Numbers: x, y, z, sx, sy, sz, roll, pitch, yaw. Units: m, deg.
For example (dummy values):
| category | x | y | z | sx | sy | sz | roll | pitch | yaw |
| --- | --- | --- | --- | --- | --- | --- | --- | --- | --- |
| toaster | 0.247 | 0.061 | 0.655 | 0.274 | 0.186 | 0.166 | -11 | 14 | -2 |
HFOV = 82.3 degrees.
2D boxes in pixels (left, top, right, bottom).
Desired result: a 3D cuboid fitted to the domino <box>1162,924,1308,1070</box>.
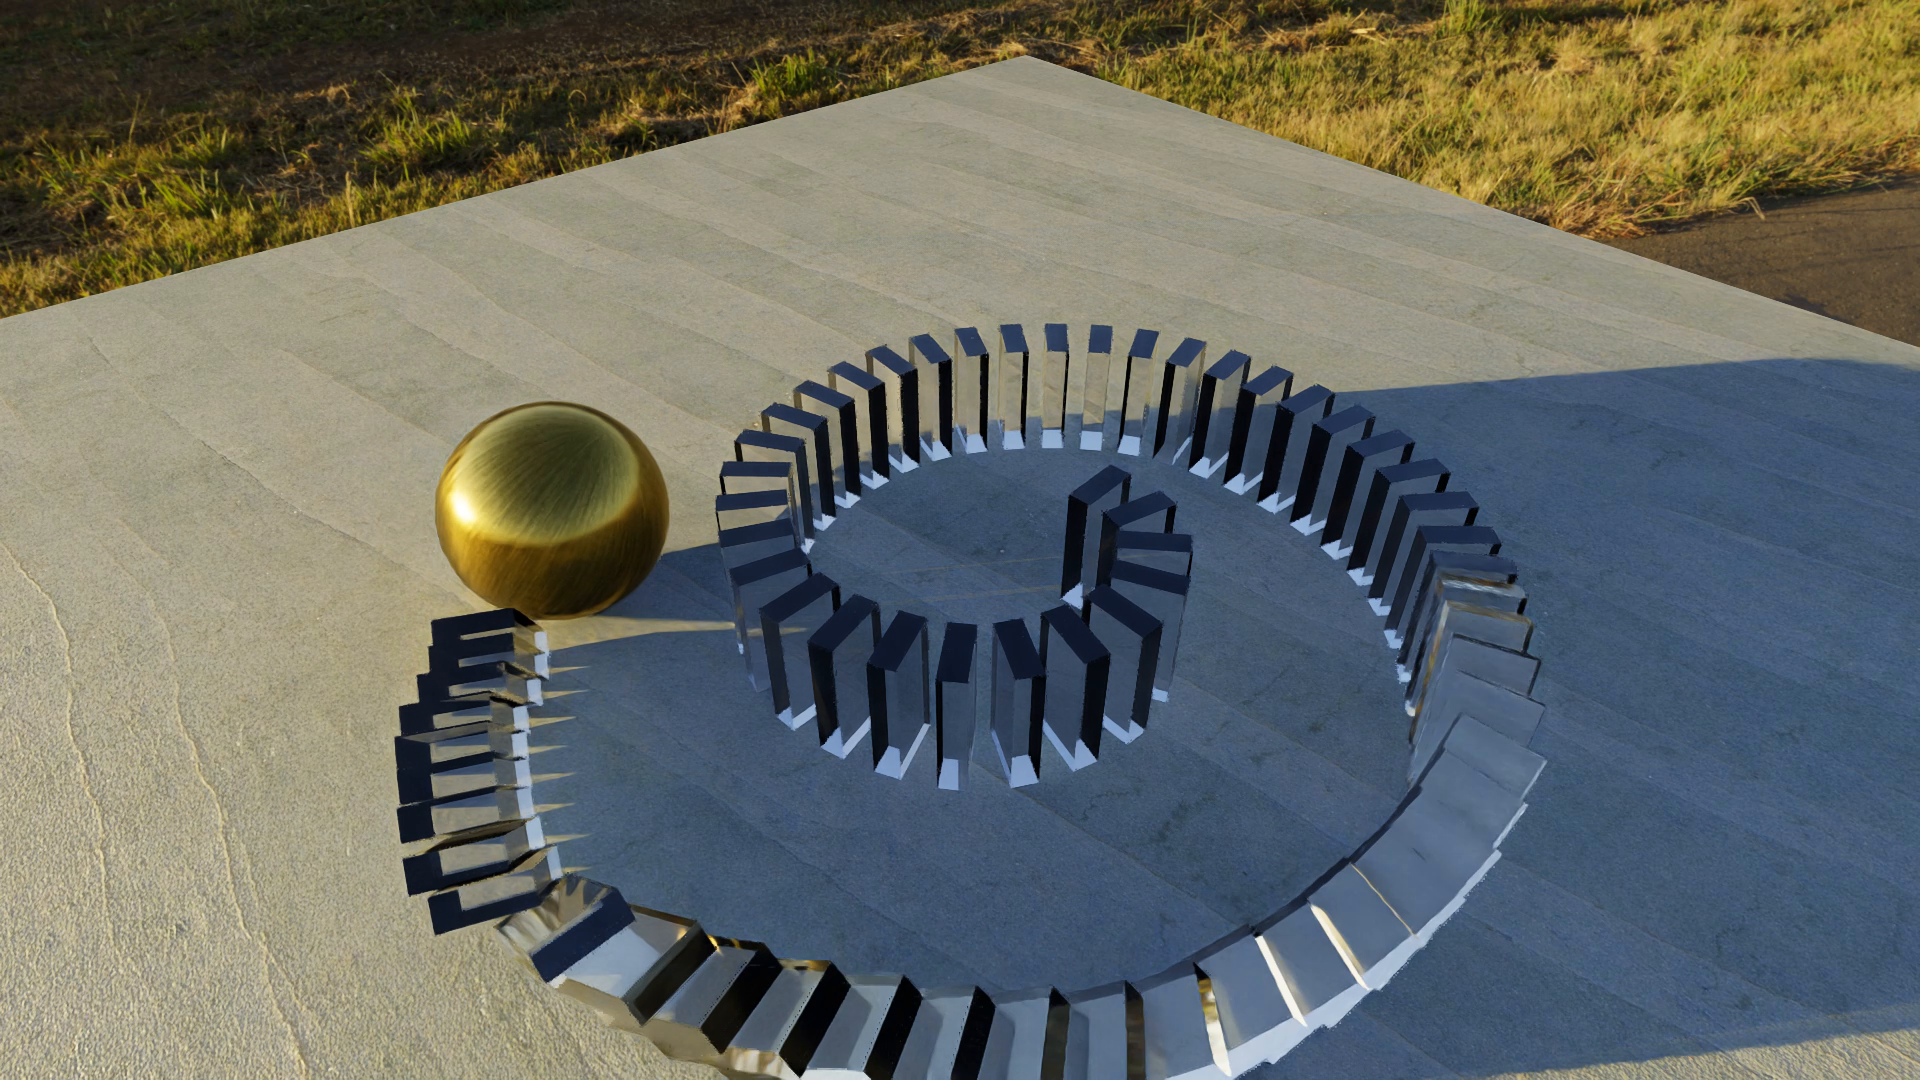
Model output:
| category | x | y | z | sx | sy | sz | roll | pitch | yaw |
| --- | --- | --- | --- | --- | --- | --- | --- | --- | --- |
| domino | 0.058 | 0.121 | 0.275 | 0.050 | 0.010 | 0.025 | -35 | 40 | 12 |

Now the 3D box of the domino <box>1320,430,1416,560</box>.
| category | x | y | z | sx | sy | sz | roll | pitch | yaw |
| --- | --- | --- | --- | --- | --- | --- | --- | --- | --- |
| domino | 0.160 | -0.017 | 0.433 | 0.025 | 0.050 | 0.009 | -17 | 42 | -19 |

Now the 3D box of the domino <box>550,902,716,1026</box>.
| category | x | y | z | sx | sy | sz | roll | pitch | yaw |
| --- | --- | --- | --- | --- | --- | --- | --- | --- | --- |
| domino | -0.089 | 0.110 | 0.289 | 0.050 | 0.010 | 0.025 | -10 | 25 | 46 |

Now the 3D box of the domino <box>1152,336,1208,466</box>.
| category | x | y | z | sx | sy | sz | roll | pitch | yaw |
| --- | --- | --- | --- | --- | --- | --- | --- | --- | --- |
| domino | 0.097 | -0.061 | 0.486 | 0.009 | 0.050 | 0.025 | 20 | 43 | 22 |

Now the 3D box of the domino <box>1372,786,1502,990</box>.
| category | x | y | z | sx | sy | sz | roll | pitch | yaw |
| --- | --- | --- | --- | --- | --- | --- | --- | --- | --- |
| domino | 0.121 | 0.096 | 0.303 | 0.050 | 0.009 | 0.025 | -51 | 50 | 5 |

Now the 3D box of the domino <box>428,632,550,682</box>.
| category | x | y | z | sx | sy | sz | roll | pitch | yaw |
| --- | --- | --- | --- | --- | --- | --- | --- | --- | --- |
| domino | -0.155 | 0.041 | 0.365 | 0.025 | 0.050 | 0.010 | -9 | 78 | -11 |

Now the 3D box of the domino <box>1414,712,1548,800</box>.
| category | x | y | z | sx | sy | sz | roll | pitch | yaw |
| --- | --- | --- | --- | --- | --- | --- | --- | --- | --- |
| domino | 0.145 | 0.078 | 0.321 | 0.025 | 0.050 | 0.009 | 34 | 8 | 34 |

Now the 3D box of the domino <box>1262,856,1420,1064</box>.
| category | x | y | z | sx | sy | sz | roll | pitch | yaw |
| --- | --- | --- | --- | --- | --- | --- | --- | --- | --- |
| domino | 0.091 | 0.110 | 0.288 | 0.050 | 0.010 | 0.025 | -43 | 45 | 6 |

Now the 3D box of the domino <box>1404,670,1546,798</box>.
| category | x | y | z | sx | sy | sz | roll | pitch | yaw |
| --- | --- | --- | --- | --- | --- | --- | --- | --- | --- |
| domino | 0.154 | 0.068 | 0.332 | 0.025 | 0.050 | 0.009 | 24 | 8 | 26 |

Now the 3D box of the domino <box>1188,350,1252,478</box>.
| category | x | y | z | sx | sy | sz | roll | pitch | yaw |
| --- | --- | --- | --- | --- | --- | --- | --- | --- | --- |
| domino | 0.113 | -0.054 | 0.478 | 0.009 | 0.050 | 0.025 | 27 | 46 | 29 |

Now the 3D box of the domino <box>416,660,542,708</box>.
| category | x | y | z | sx | sy | sz | roll | pitch | yaw |
| --- | --- | --- | --- | --- | --- | --- | --- | --- | --- |
| domino | -0.154 | 0.049 | 0.356 | 0.025 | 0.050 | 0.010 | -9 | 78 | -11 |

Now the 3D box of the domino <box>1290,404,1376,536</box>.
| category | x | y | z | sx | sy | sz | roll | pitch | yaw |
| --- | --- | --- | --- | --- | --- | --- | --- | --- | --- |
| domino | 0.151 | -0.028 | 0.445 | 0.025 | 0.050 | 0.009 | -22 | 44 | -25 |

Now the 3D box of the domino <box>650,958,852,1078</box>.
| category | x | y | z | sx | sy | sz | roll | pitch | yaw |
| --- | --- | --- | --- | --- | --- | --- | --- | --- | --- |
| domino | -0.054 | 0.119 | 0.278 | 0.050 | 0.009 | 0.025 | -14 | 28 | 37 |

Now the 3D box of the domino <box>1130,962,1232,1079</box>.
| category | x | y | z | sx | sy | sz | roll | pitch | yaw |
| --- | --- | --- | --- | --- | --- | --- | --- | --- | --- |
| domino | 0.039 | 0.125 | 0.270 | 0.050 | 0.010 | 0.025 | -28 | 35 | 19 |

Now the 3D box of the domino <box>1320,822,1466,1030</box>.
| category | x | y | z | sx | sy | sz | roll | pitch | yaw |
| --- | --- | --- | --- | --- | --- | --- | --- | --- | --- |
| domino | 0.107 | 0.103 | 0.295 | 0.050 | 0.009 | 0.025 | -46 | 47 | 5 |

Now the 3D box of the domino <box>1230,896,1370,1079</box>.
| category | x | y | z | sx | sy | sz | roll | pitch | yaw |
| --- | --- | --- | --- | --- | --- | --- | --- | --- | --- |
| domino | 0.075 | 0.116 | 0.280 | 0.050 | 0.009 | 0.025 | -38 | 42 | 10 |

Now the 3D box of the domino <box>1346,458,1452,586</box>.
| category | x | y | z | sx | sy | sz | roll | pitch | yaw |
| --- | --- | --- | --- | --- | --- | --- | --- | --- | --- |
| domino | 0.166 | -0.006 | 0.419 | 0.025 | 0.050 | 0.010 | -10 | 40 | -12 |

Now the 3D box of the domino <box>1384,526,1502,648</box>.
| category | x | y | z | sx | sy | sz | roll | pitch | yaw |
| --- | --- | --- | --- | --- | --- | --- | --- | --- | --- |
| domino | 0.170 | 0.018 | 0.390 | 0.025 | 0.050 | 0.009 | 1 | 39 | 1 |

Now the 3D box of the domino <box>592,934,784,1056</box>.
| category | x | y | z | sx | sy | sz | roll | pitch | yaw |
| --- | --- | --- | --- | --- | --- | --- | --- | --- | --- |
| domino | -0.071 | 0.115 | 0.283 | 0.050 | 0.009 | 0.025 | -12 | 26 | 41 |

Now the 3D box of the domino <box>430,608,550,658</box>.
| category | x | y | z | sx | sy | sz | roll | pitch | yaw |
| --- | --- | --- | --- | --- | --- | --- | --- | --- | --- |
| domino | -0.158 | 0.034 | 0.374 | 0.025 | 0.050 | 0.009 | -9 | 78 | -11 |

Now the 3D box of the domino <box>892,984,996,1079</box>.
| category | x | y | z | sx | sy | sz | roll | pitch | yaw |
| --- | --- | --- | --- | --- | --- | --- | --- | --- | --- |
| domino | -0.017 | 0.125 | 0.271 | 0.050 | 0.010 | 0.025 | -19 | 30 | 31 |

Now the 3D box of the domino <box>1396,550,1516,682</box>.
| category | x | y | z | sx | sy | sz | roll | pitch | yaw |
| --- | --- | --- | --- | --- | --- | --- | --- | --- | --- |
| domino | 0.169 | 0.028 | 0.377 | 0.025 | 0.050 | 0.009 | 7 | 34 | 8 |

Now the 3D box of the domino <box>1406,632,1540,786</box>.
| category | x | y | z | sx | sy | sz | roll | pitch | yaw |
| --- | --- | --- | --- | --- | --- | --- | --- | --- | --- |
| domino | 0.160 | 0.057 | 0.344 | 0.025 | 0.050 | 0.010 | 17 | 11 | 19 |

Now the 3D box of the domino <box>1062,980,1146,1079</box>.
| category | x | y | z | sx | sy | sz | roll | pitch | yaw |
| --- | --- | --- | --- | --- | --- | --- | --- | --- | --- |
| domino | 0.020 | 0.127 | 0.268 | 0.050 | 0.010 | 0.025 | -24 | 32 | 24 |

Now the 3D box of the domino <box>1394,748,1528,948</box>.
| category | x | y | z | sx | sy | sz | roll | pitch | yaw |
| --- | --- | --- | --- | --- | --- | --- | --- | --- | --- |
| domino | 0.134 | 0.087 | 0.312 | 0.025 | 0.009 | 0.050 | 37 | 96 | 37 |

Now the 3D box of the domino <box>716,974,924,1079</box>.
| category | x | y | z | sx | sy | sz | roll | pitch | yaw |
| --- | --- | --- | --- | --- | --- | --- | --- | --- | --- |
| domino | -0.035 | 0.122 | 0.274 | 0.050 | 0.010 | 0.025 | -17 | 29 | 34 |

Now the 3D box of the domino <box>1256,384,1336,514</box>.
| category | x | y | z | sx | sy | sz | roll | pitch | yaw |
| --- | --- | --- | --- | --- | --- | --- | --- | --- | --- |
| domino | 0.139 | -0.038 | 0.457 | 0.025 | 0.050 | 0.009 | -27 | 47 | -29 |

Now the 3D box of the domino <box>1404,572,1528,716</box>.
| category | x | y | z | sx | sy | sz | roll | pitch | yaw |
| --- | --- | --- | --- | --- | --- | --- | --- | --- | --- |
| domino | 0.167 | 0.037 | 0.365 | 0.025 | 0.050 | 0.009 | 10 | 26 | 12 |

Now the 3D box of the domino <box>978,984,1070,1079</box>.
| category | x | y | z | sx | sy | sz | roll | pitch | yaw |
| --- | --- | --- | --- | --- | --- | --- | --- | --- | --- |
| domino | 0.002 | 0.126 | 0.269 | 0.050 | 0.009 | 0.025 | -22 | 31 | 27 |

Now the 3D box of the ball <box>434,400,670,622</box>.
| category | x | y | z | sx | sy | sz | roll | pitch | yaw |
| --- | --- | --- | --- | --- | --- | --- | --- | --- | --- |
| ball | -0.147 | -0.011 | 0.401 | 0.080 | 0.080 | 0.080 | 0 | 39 | 0 |

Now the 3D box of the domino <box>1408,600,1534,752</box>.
| category | x | y | z | sx | sy | sz | roll | pitch | yaw |
| --- | --- | --- | --- | --- | --- | --- | --- | --- | --- |
| domino | 0.164 | 0.047 | 0.355 | 0.025 | 0.050 | 0.009 | 12 | 17 | 14 |

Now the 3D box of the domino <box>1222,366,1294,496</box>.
| category | x | y | z | sx | sy | sz | roll | pitch | yaw |
| --- | --- | --- | --- | --- | --- | --- | --- | --- | --- |
| domino | 0.127 | -0.046 | 0.468 | 0.009 | 0.050 | 0.025 | 32 | 49 | 33 |

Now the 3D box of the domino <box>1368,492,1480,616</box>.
| category | x | y | z | sx | sy | sz | roll | pitch | yaw |
| --- | --- | --- | --- | --- | --- | --- | --- | --- | --- |
| domino | 0.170 | 0.006 | 0.405 | 0.025 | 0.050 | 0.009 | -3 | 39 | -4 |
